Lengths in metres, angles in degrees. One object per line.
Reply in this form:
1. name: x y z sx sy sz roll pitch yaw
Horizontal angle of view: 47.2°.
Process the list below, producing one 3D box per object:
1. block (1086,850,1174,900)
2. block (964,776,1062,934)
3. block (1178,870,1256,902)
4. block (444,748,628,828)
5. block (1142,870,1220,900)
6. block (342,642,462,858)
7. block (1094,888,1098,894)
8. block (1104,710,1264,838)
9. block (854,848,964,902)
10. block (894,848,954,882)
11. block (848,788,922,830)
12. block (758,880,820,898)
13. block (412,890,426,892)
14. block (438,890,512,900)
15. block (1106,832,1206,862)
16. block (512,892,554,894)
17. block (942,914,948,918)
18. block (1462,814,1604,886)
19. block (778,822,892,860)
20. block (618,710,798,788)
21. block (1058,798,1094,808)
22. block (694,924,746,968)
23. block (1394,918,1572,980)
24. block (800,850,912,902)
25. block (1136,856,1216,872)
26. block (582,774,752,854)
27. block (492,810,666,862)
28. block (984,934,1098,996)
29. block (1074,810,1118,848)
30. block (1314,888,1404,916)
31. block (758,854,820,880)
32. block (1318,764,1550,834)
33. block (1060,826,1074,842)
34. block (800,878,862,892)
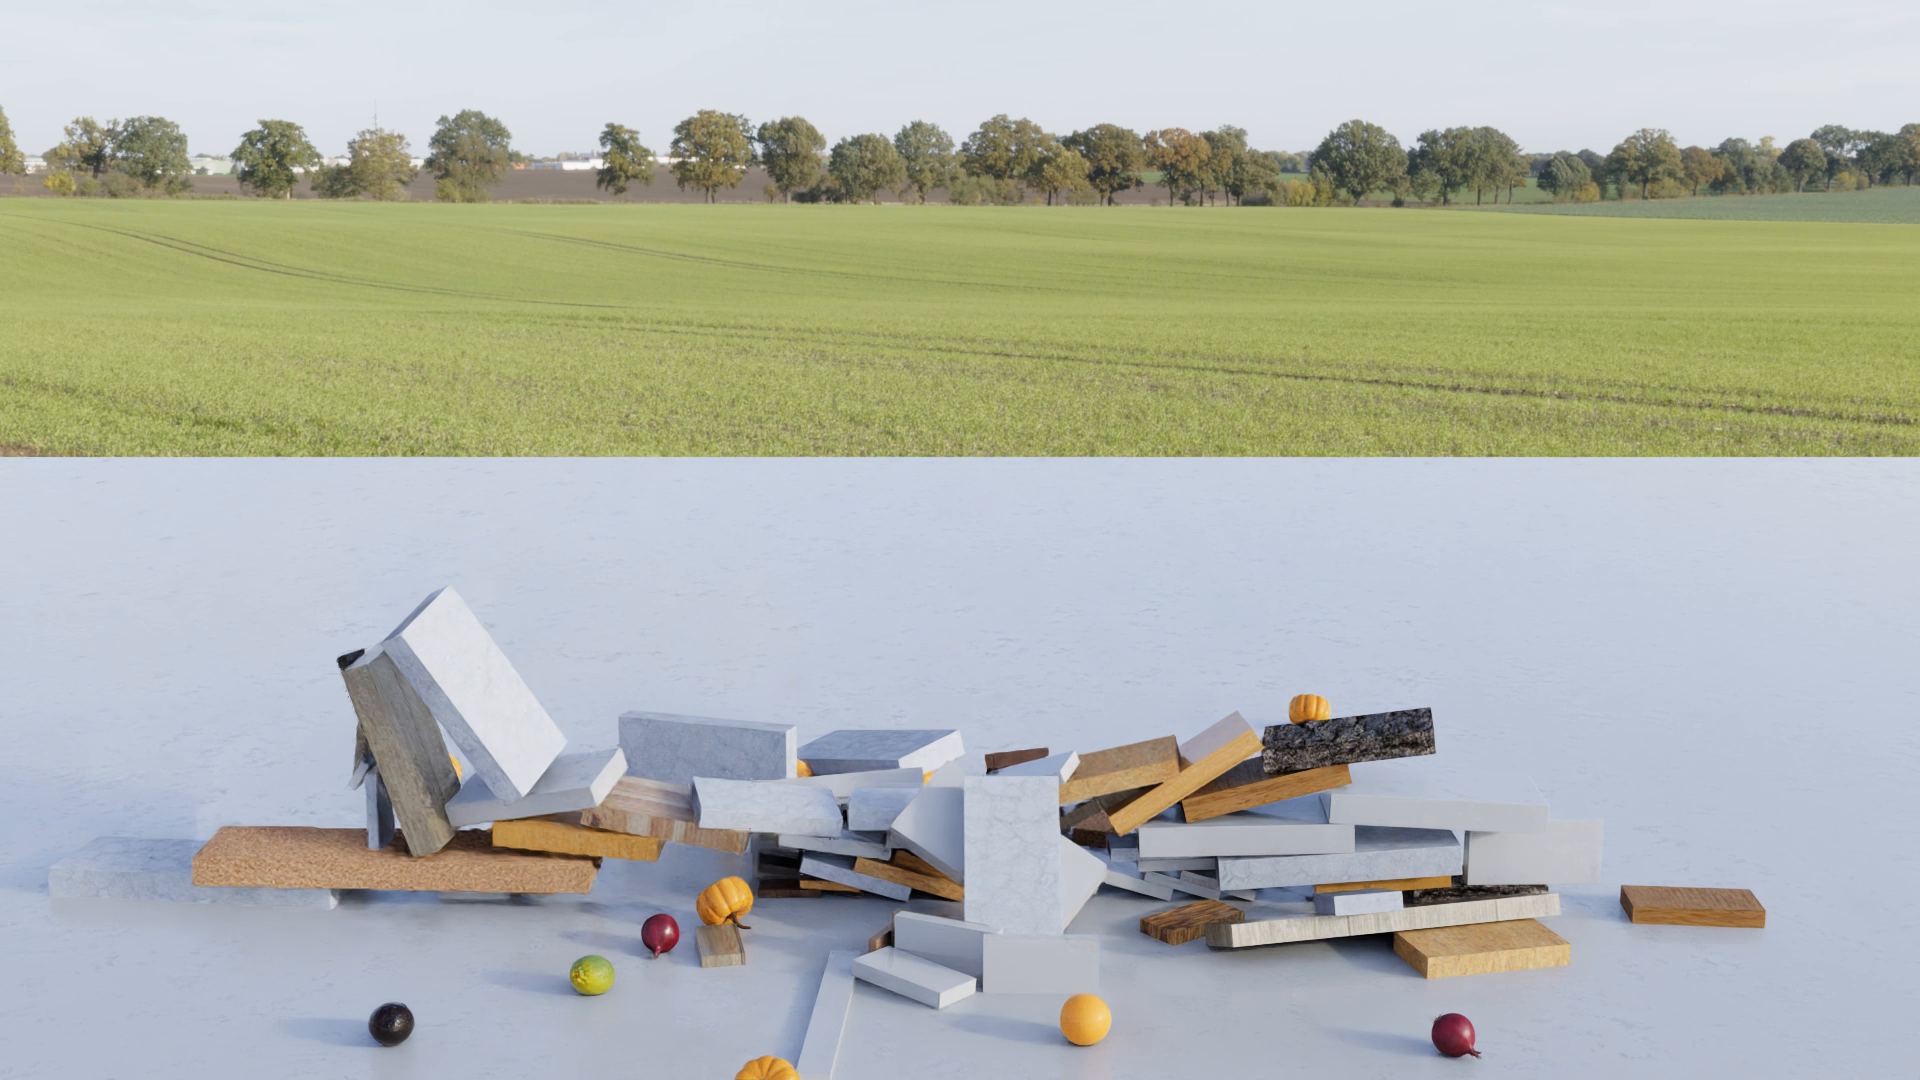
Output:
1. block: 0.274 0.558 3.668 0.158 0.022 0.079 16 10 -2
2. block: 0.081 0.511 3.437 0.150 0.043 0.301 0 55 0
3. block: 0.426 0.564 3.654 0.128 0.018 0.064 16 10 -2
4. block: -0.695 0.406 3.613 0.269 0.038 0.135 -10 20 18
5. block: 0.367 0.565 3.660 0.128 0.018 0.064 16 10 -2
6. block: -0.905 0.337 3.608 0.047 0.329 0.164 -16 12 10
7. block: 0.155 0.546 3.672 0.158 0.022 0.079 17 11 0
8. block: 0.363 0.384 3.631 0.274 0.039 0.137 -32 8 2
9. block: -0.084 0.550 3.666 0.185 0.026 0.093 17 10 -3
10. block: -0.025 0.540 3.671 0.167 0.024 0.084 18 10 1
11. block: -0.062 0.445 3.633 0.238 0.034 0.119 0 11 1
12. block: -0.284 0.582 3.672 0.103 0.015 0.051 0 11 -2
13. block: -0.845 0.562 3.641 0.116 0.016 0.058 -1 12 -4
14. block: -0.803 0.577 3.662 0.116 0.016 0.058 1 20 0
15. block: 0.326 0.508 3.655 0.158 0.022 0.079 -2 11 -1
16. block: -0.725 0.565 3.651 0.116 0.016 0.058 2 20 2
17. block: -0.044 0.611 3.458 0.052 0.015 0.103 -9 3 -1
18. block: 0.944 0.510 3.625 0.221 0.110 0.031 0 11 -2
19. block: -0.209 0.492 3.650 0.185 0.026 0.093 9 10 -7
20. block: -0.472 0.421 4.112 0.342 0.171 0.048 4 11 19
21. block: 0.140 0.426 3.656 0.161 0.023 0.081 -12 10 4
22. block: -0.373 0.629 3.410 0.066 0.019 0.131 -2 11 -11
23. block: 0.801 0.627 3.380 0.237 0.034 0.118 -3 11 -14
24. block: -0.173 0.551 3.664 0.185 0.026 0.093 16 10 -4
25. block: 0.357 0.529 3.649 0.128 0.018 0.064 -2 11 0
26. block: -0.475 0.448 3.619 0.269 0.038 0.135 11 17 0
27. block: -0.620 0.472 3.629 0.269 0.038 0.135 5 17 2
28. block: 0.119 0.626 3.243 0.169 0.085 0.024 0 11 2
29. block: 0.182 0.505 3.898 0.215 0.030 0.108 2 12 28
30. block: 0.618 0.563 3.425 0.103 0.029 0.206 -5 -8 0
31. block: -0.284 0.544 3.662 0.103 0.015 0.051 10 10 -7
32. block: 0.774 0.424 3.615 0.347 0.049 0.173 3 11 3
33. block: 0.104 0.500 3.669 0.167 0.024 0.084 1 10 7
34. block: -0.216 0.569 3.673 0.103 0.015 0.051 5 10 -6
